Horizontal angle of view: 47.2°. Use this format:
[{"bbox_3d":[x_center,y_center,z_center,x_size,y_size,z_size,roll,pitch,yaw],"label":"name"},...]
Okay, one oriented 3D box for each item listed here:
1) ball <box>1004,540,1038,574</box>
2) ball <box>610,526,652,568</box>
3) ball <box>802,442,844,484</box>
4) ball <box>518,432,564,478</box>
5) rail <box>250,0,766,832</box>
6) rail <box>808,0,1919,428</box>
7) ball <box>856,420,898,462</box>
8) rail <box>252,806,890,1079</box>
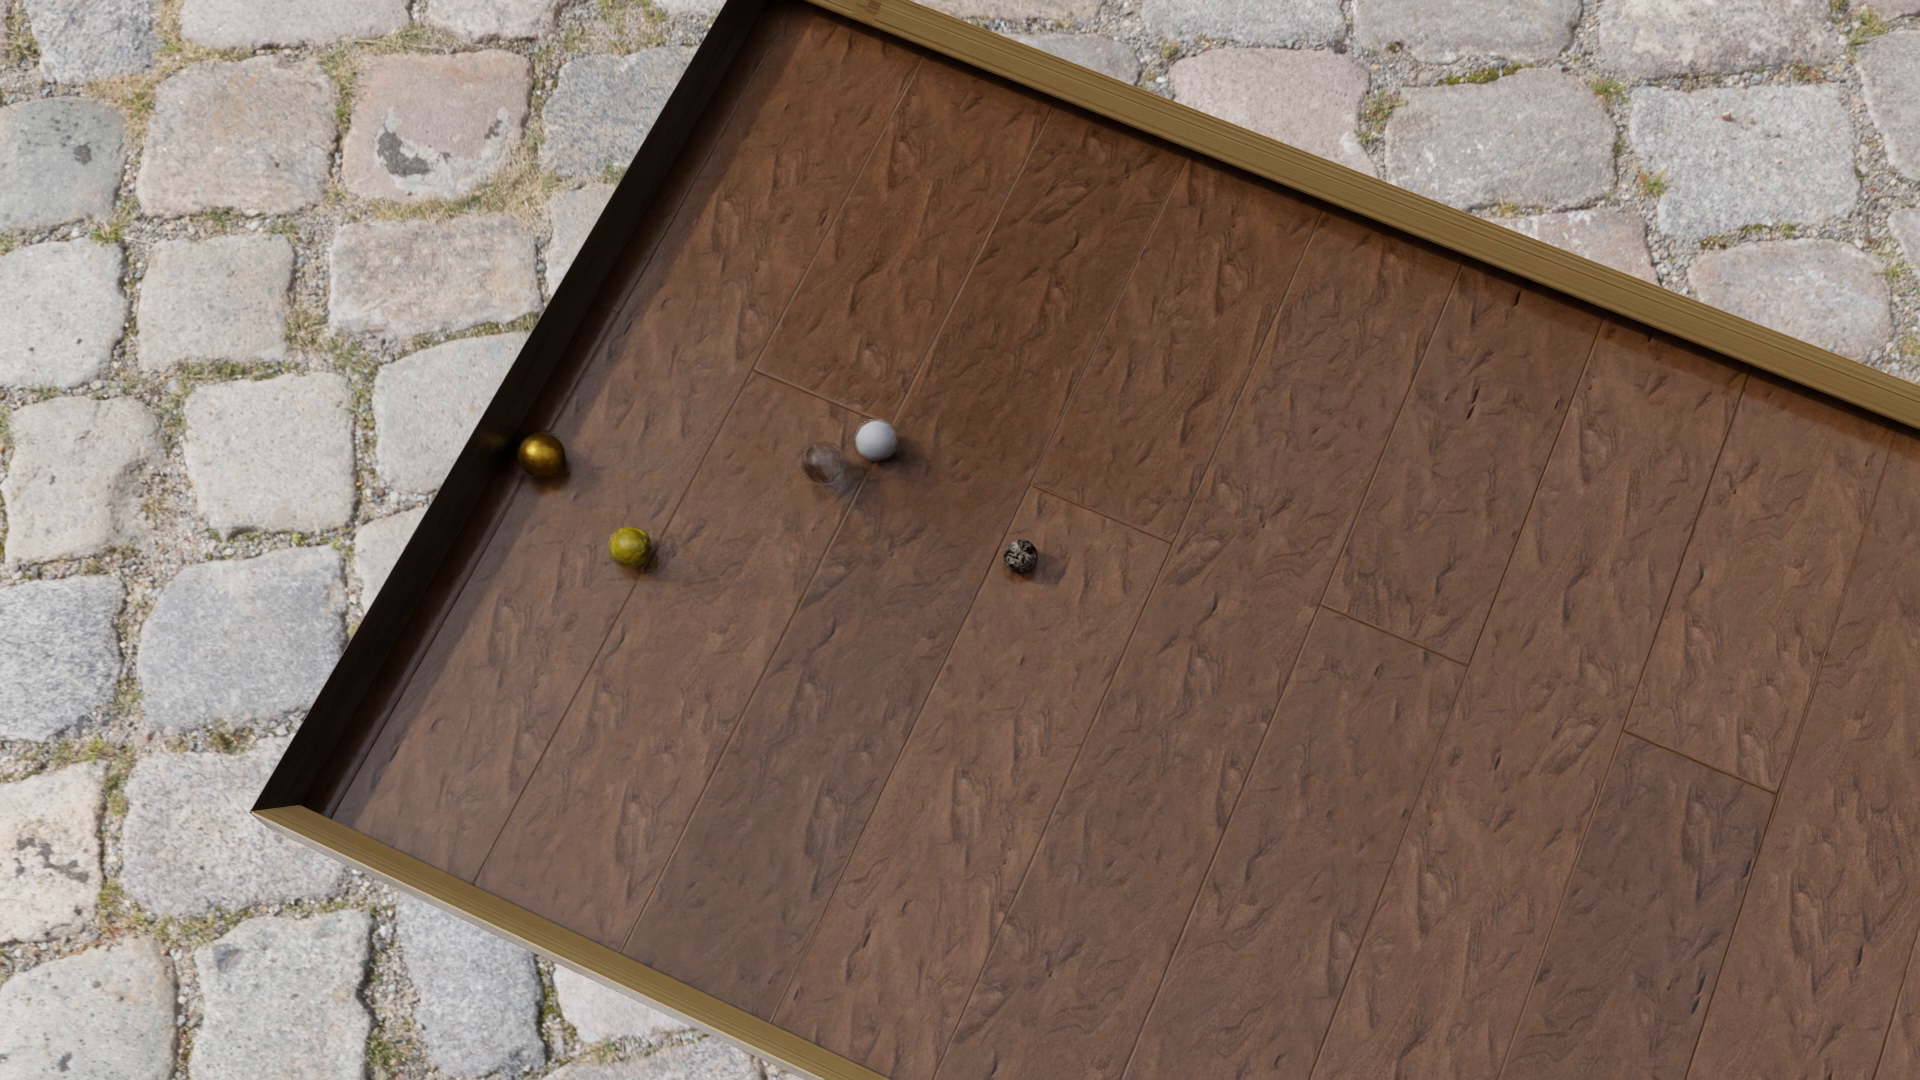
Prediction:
[{"bbox_3d":[0.096,0.026,3.478,0.054,0.054,0.054,0,68,0],"label":"ball"},{"bbox_3d":[-0.520,0.011,3.479,0.065,0.065,0.065,0,68,0],"label":"ball"},{"bbox_3d":[-0.220,-0.123,3.531,0.066,0.066,0.066,0,68,0],"label":"ball"},{"bbox_3d":[-0.672,-0.136,3.533,0.073,0.073,0.073,0,68,0],"label":"ball"},{"bbox_3d":[-0.679,-0.292,3.583,0.045,0.095,1.706,23,70,9],"label":"rail"},{"bbox_3d":[1.043,-0.413,3.630,3.077,0.095,0.045,23,70,9],"label":"rail"},{"bbox_3d":[-0.135,-0.159,3.546,0.067,0.067,0.067,0,68,0],"label":"ball"},{"bbox_3d":[0.358,0.991,3.072,3.077,0.095,0.045,23,70,9],"label":"rail"}]
